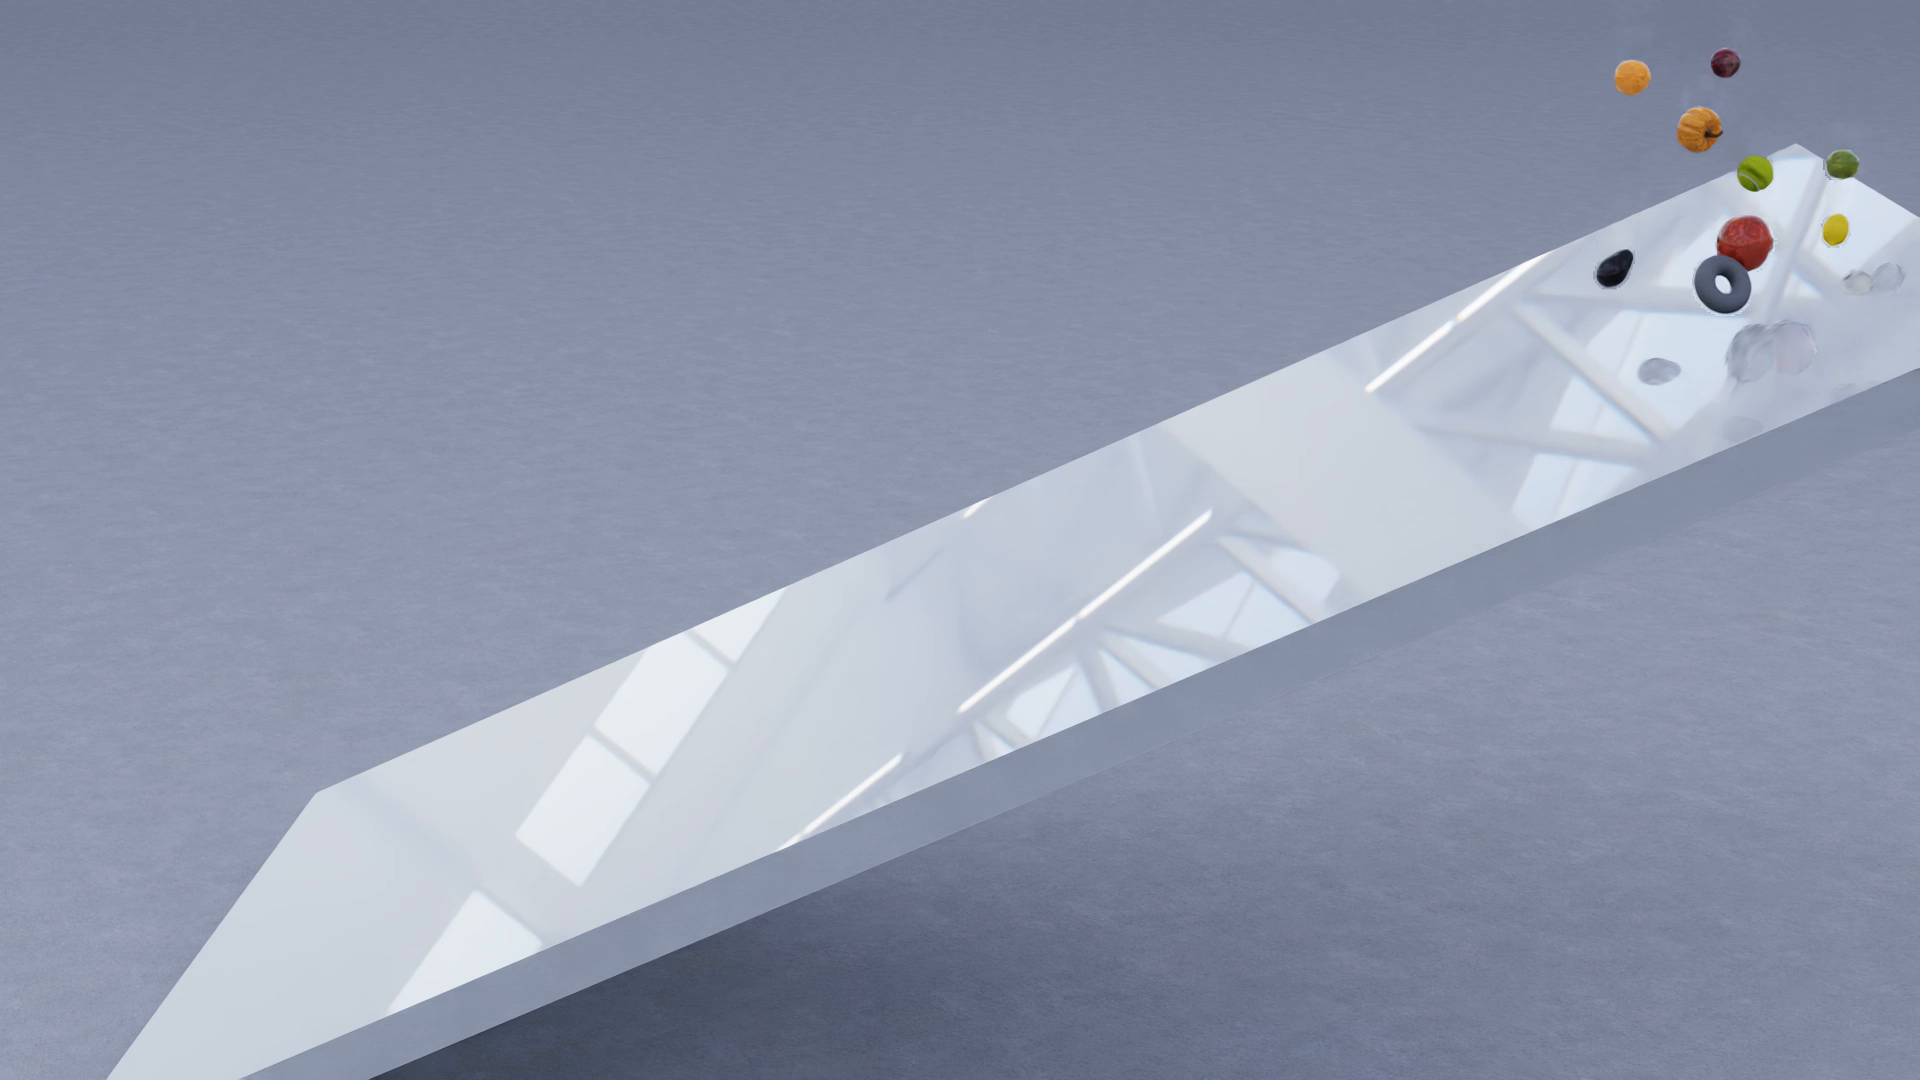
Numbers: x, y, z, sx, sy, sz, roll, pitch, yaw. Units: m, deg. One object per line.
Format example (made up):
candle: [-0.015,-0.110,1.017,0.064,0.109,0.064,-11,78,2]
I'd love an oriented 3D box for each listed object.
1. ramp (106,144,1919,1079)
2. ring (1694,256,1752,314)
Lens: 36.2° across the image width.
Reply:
ramp: [0.135,0.169,6.283,4.000,0.100,2.000,-24,13,9]
ring: [1.500,-0.503,5.785,0.120,0.120,0.040,-5,-13,-17]
